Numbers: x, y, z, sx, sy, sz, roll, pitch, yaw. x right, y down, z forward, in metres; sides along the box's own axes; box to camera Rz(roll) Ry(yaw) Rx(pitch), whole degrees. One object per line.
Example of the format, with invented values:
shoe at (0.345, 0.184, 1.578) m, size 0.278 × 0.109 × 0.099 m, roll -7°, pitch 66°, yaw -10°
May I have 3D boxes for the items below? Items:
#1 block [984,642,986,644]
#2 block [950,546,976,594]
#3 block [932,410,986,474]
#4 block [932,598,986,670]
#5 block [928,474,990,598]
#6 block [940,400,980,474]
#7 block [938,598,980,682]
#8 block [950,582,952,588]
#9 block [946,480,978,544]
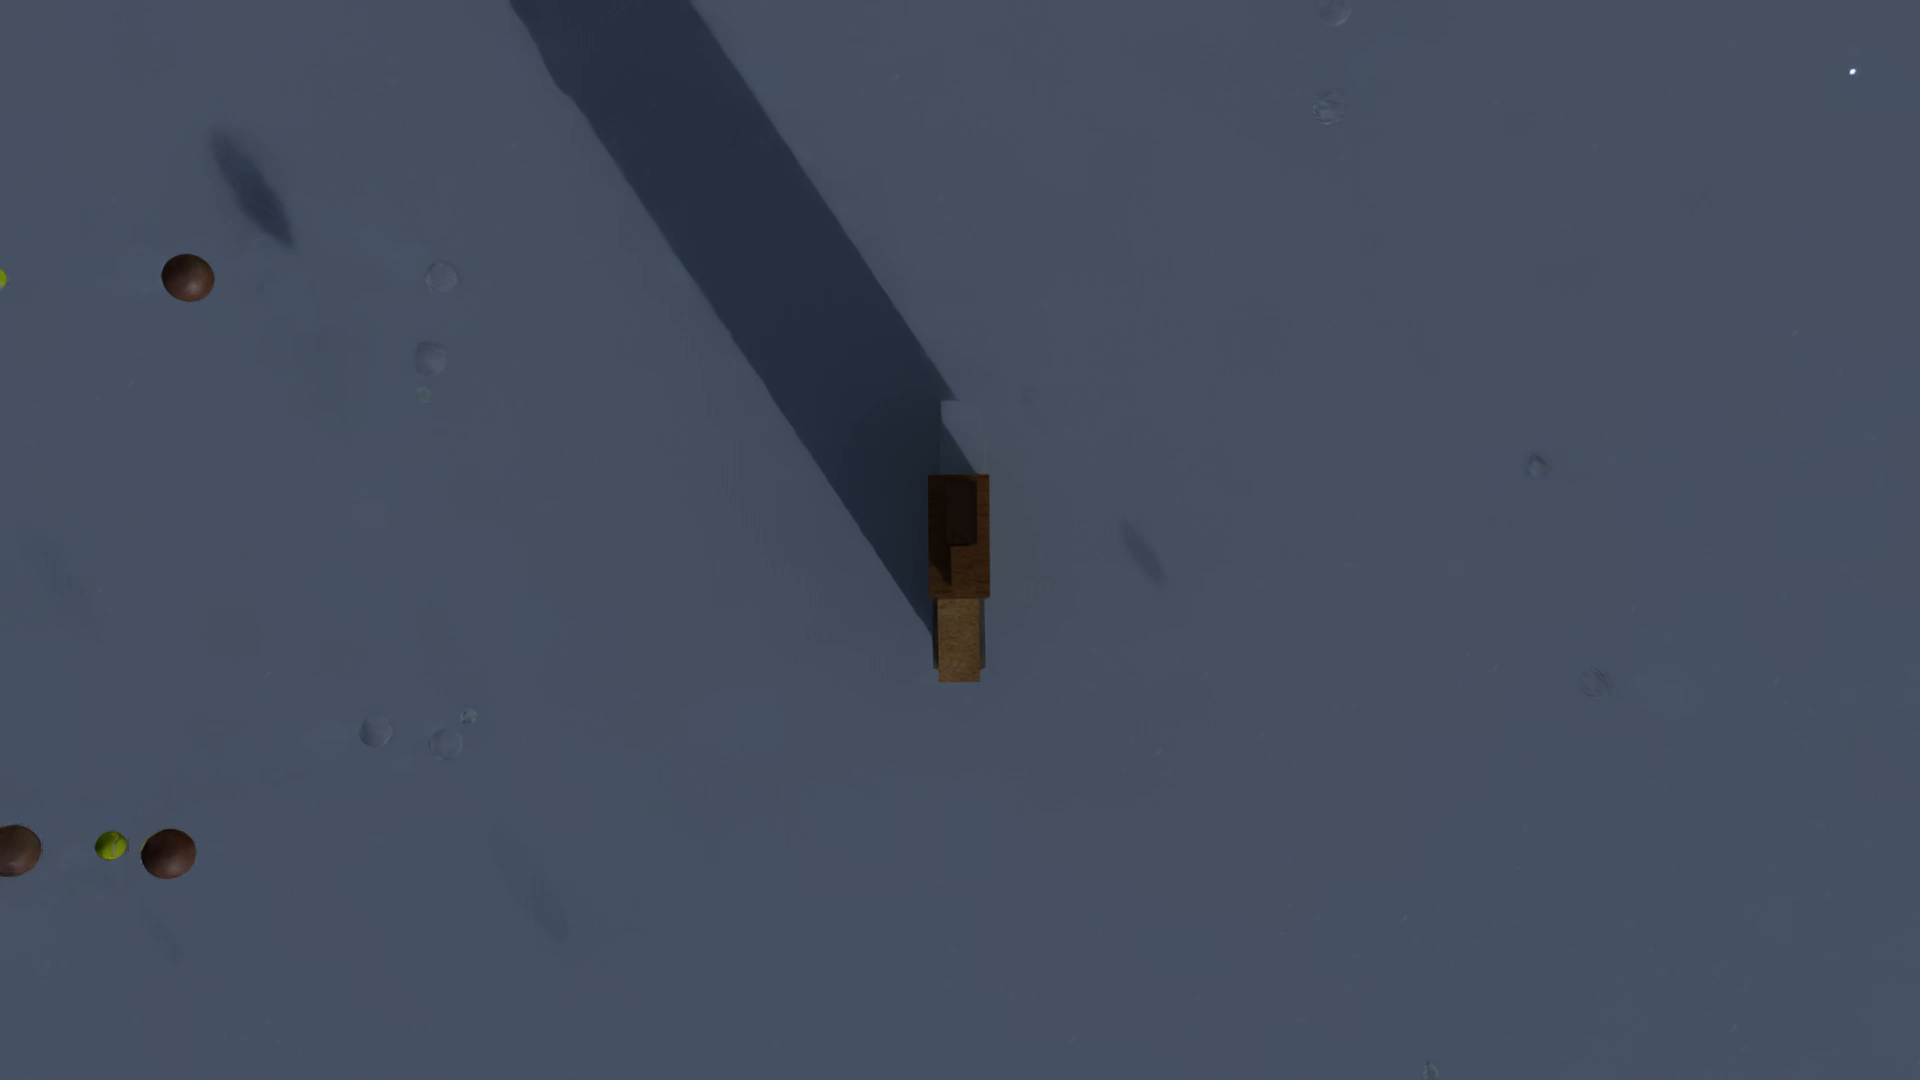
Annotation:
block at (-0.001, 0.324, 5.157) m, size 0.151 × 0.686 × 0.043 m, roll 0°, pitch 90°, yaw 0°
block at (0.008, 0.076, 4.224) m, size 0.060 × 0.017 × 0.121 m, roll -2°, pitch 85°, yaw -1°
block at (-0.006, -0.221, 4.756) m, size 0.154 × 0.044 × 0.308 m, roll 1°, pitch 93°, yaw 0°
block at (-0.005, 0.220, 4.792) m, size 0.151 × 0.043 × 0.302 m, roll -1°, pitch 90°, yaw 0°
block at (-0.003, -0.009, 4.383) m, size 0.163 × 0.046 × 0.326 m, roll 0°, pitch 87°, yaw -1°
block at (0.001, -0.273, 4.500) m, size 0.107 × 0.030 × 0.214 m, roll 0°, pitch 93°, yaw 0°
block at (-0.003, 0.275, 4.527) m, size 0.113 × 0.032 × 0.227 m, roll -1°, pitch 90°, yaw 0°
block at (0.007, 0.117, 4.290) m, size 0.060 × 0.121 × 0.017 m, roll -1°, pitch 90°, yaw -1°
block at (0.003, -0.070, 4.191) m, size 0.080 × 0.023 × 0.159 m, roll 0°, pitch 87°, yaw 0°
